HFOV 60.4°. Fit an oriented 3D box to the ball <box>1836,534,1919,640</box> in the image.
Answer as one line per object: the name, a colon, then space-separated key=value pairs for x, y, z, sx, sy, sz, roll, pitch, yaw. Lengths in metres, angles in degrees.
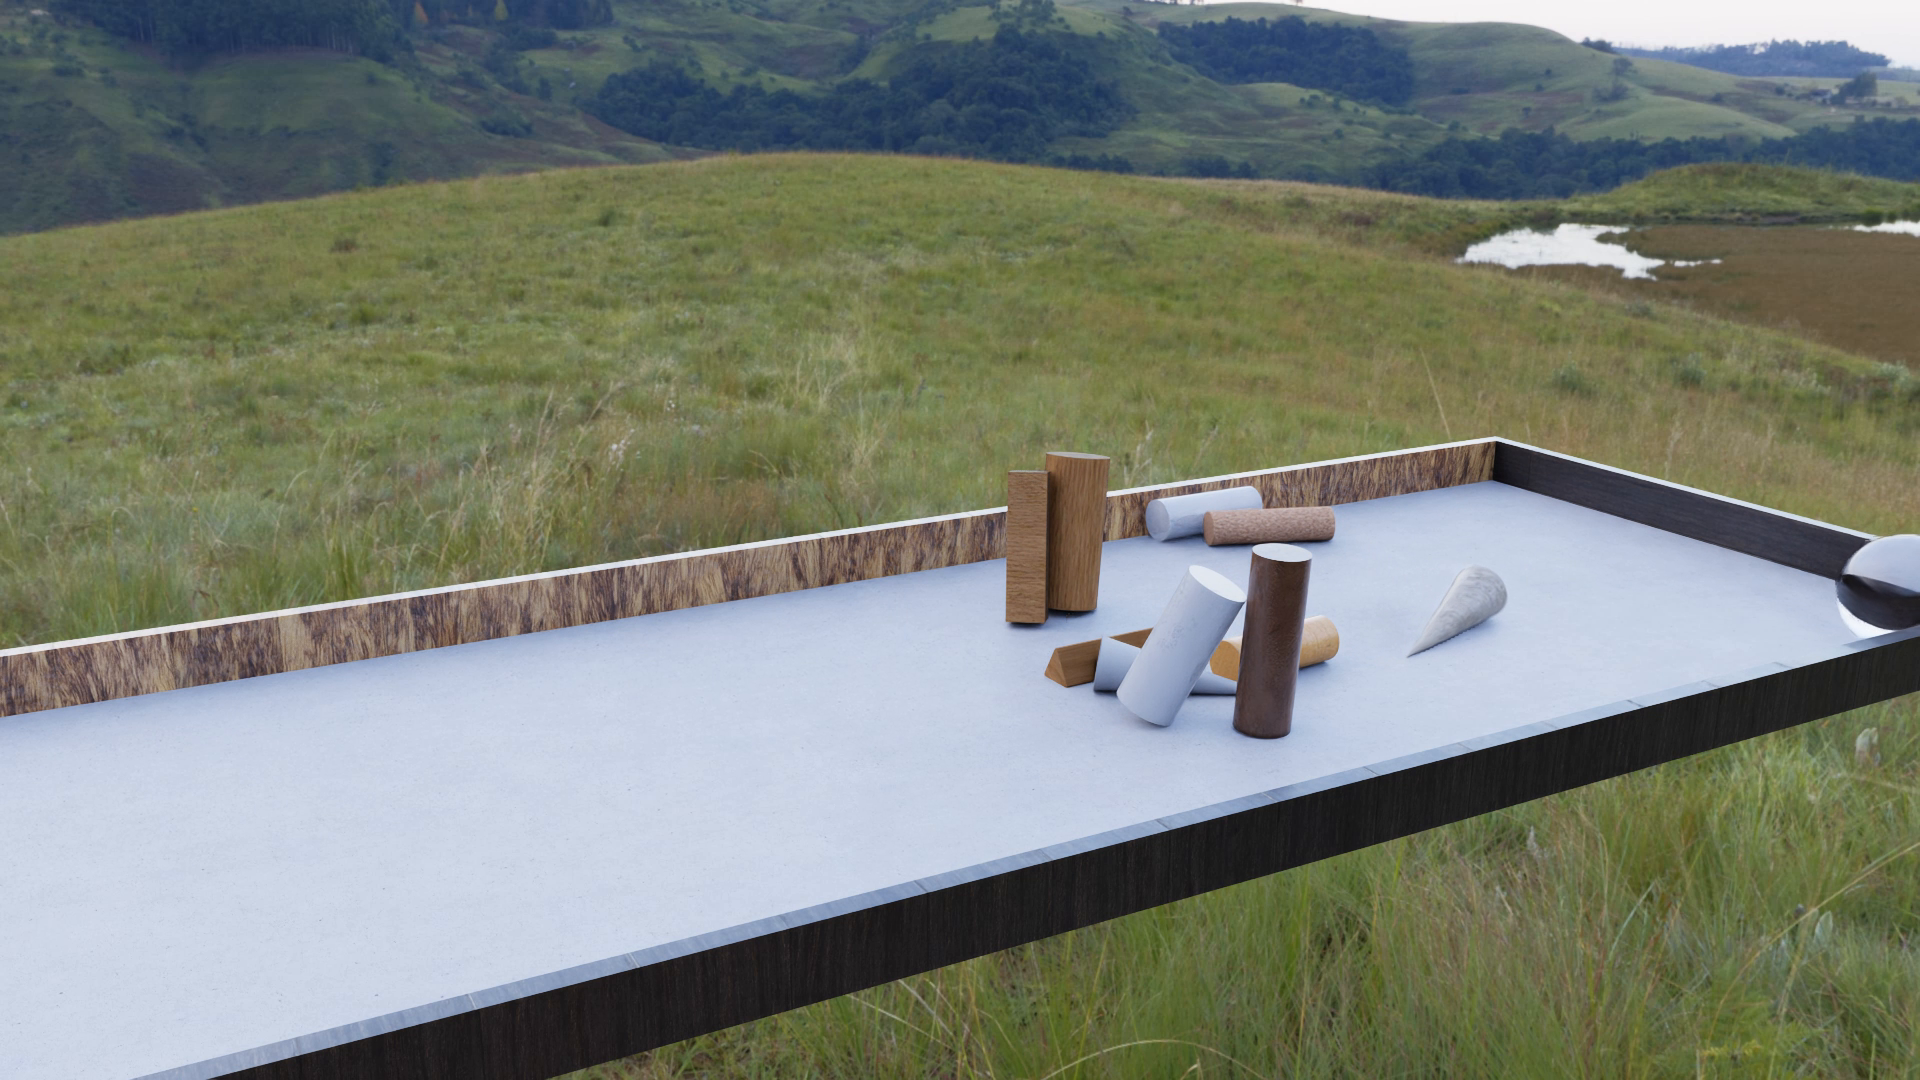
ball: x=2.468 y=0.142 z=4.314 sx=0.315 sy=0.315 sz=0.315 roll=0 pitch=16 yaw=0

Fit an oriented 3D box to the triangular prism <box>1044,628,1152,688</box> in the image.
triangular prism: x=0.432 y=0.280 z=4.239 sx=0.447 sy=0.087 sz=0.101 roll=-9 pitch=19 yaw=-29

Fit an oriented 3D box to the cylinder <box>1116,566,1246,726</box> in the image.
cylinder: x=0.514 y=0.246 z=3.840 sx=0.150 sy=0.352 sz=0.150 roll=24 pitch=20 yaw=-9

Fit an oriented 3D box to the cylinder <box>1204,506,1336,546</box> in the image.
cylinder: x=0.996 y=-0.046 z=5.315 sx=0.406 sy=0.110 sz=0.110 roll=-3 pitch=17 yaw=-9

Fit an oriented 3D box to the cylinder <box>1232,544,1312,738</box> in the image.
cylinder: x=0.717 y=0.232 z=3.792 sx=0.135 sy=0.429 sz=0.135 roll=3 pitch=17 yaw=-1

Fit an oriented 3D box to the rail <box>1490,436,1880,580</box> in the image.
rail: x=2.466 y=-0.048 z=5.253 sx=0.050 sy=0.150 sz=2.100 roll=-9 pitch=18 yaw=-27

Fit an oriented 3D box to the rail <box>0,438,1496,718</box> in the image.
rail: x=-3.305 y=0.497 z=3.399 sx=12.000 sy=0.150 sz=0.050 roll=-9 pitch=18 yaw=-27

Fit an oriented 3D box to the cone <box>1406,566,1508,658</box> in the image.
cone: x=1.307 y=0.226 z=4.452 sx=0.154 sy=0.154 sz=0.455 roll=14 pitch=31 yaw=39

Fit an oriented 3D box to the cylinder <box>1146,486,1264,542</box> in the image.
cylinder: x=0.803 y=-0.088 z=5.414 sx=0.374 sy=0.136 sz=0.136 roll=-9 pitch=18 yaw=-27

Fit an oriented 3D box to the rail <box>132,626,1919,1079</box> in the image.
rail: x=-2.336 y=1.006 z=1.665 sx=12.000 sy=0.150 sz=0.050 roll=-9 pitch=18 yaw=-27

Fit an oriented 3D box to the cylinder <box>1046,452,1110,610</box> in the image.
cylinder: x=0.315 y=-0.027 z=4.648 sx=0.179 sy=0.426 sz=0.179 roll=4 pitch=8 yaw=-1

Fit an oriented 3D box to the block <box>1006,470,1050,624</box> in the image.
block: x=0.188 y=0.017 z=4.544 sx=0.108 sy=0.410 sz=0.108 roll=1 pitch=5 yaw=8

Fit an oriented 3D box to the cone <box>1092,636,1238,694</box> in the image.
cone: x=0.563 y=0.344 z=4.063 sx=0.452 sy=0.137 sz=0.137 roll=10 pitch=17 yaw=4

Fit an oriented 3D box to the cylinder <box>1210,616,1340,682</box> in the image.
cylinder: x=0.800 y=0.281 z=4.185 sx=0.340 sy=0.119 sz=0.119 roll=-11 pitch=20 yaw=-33
